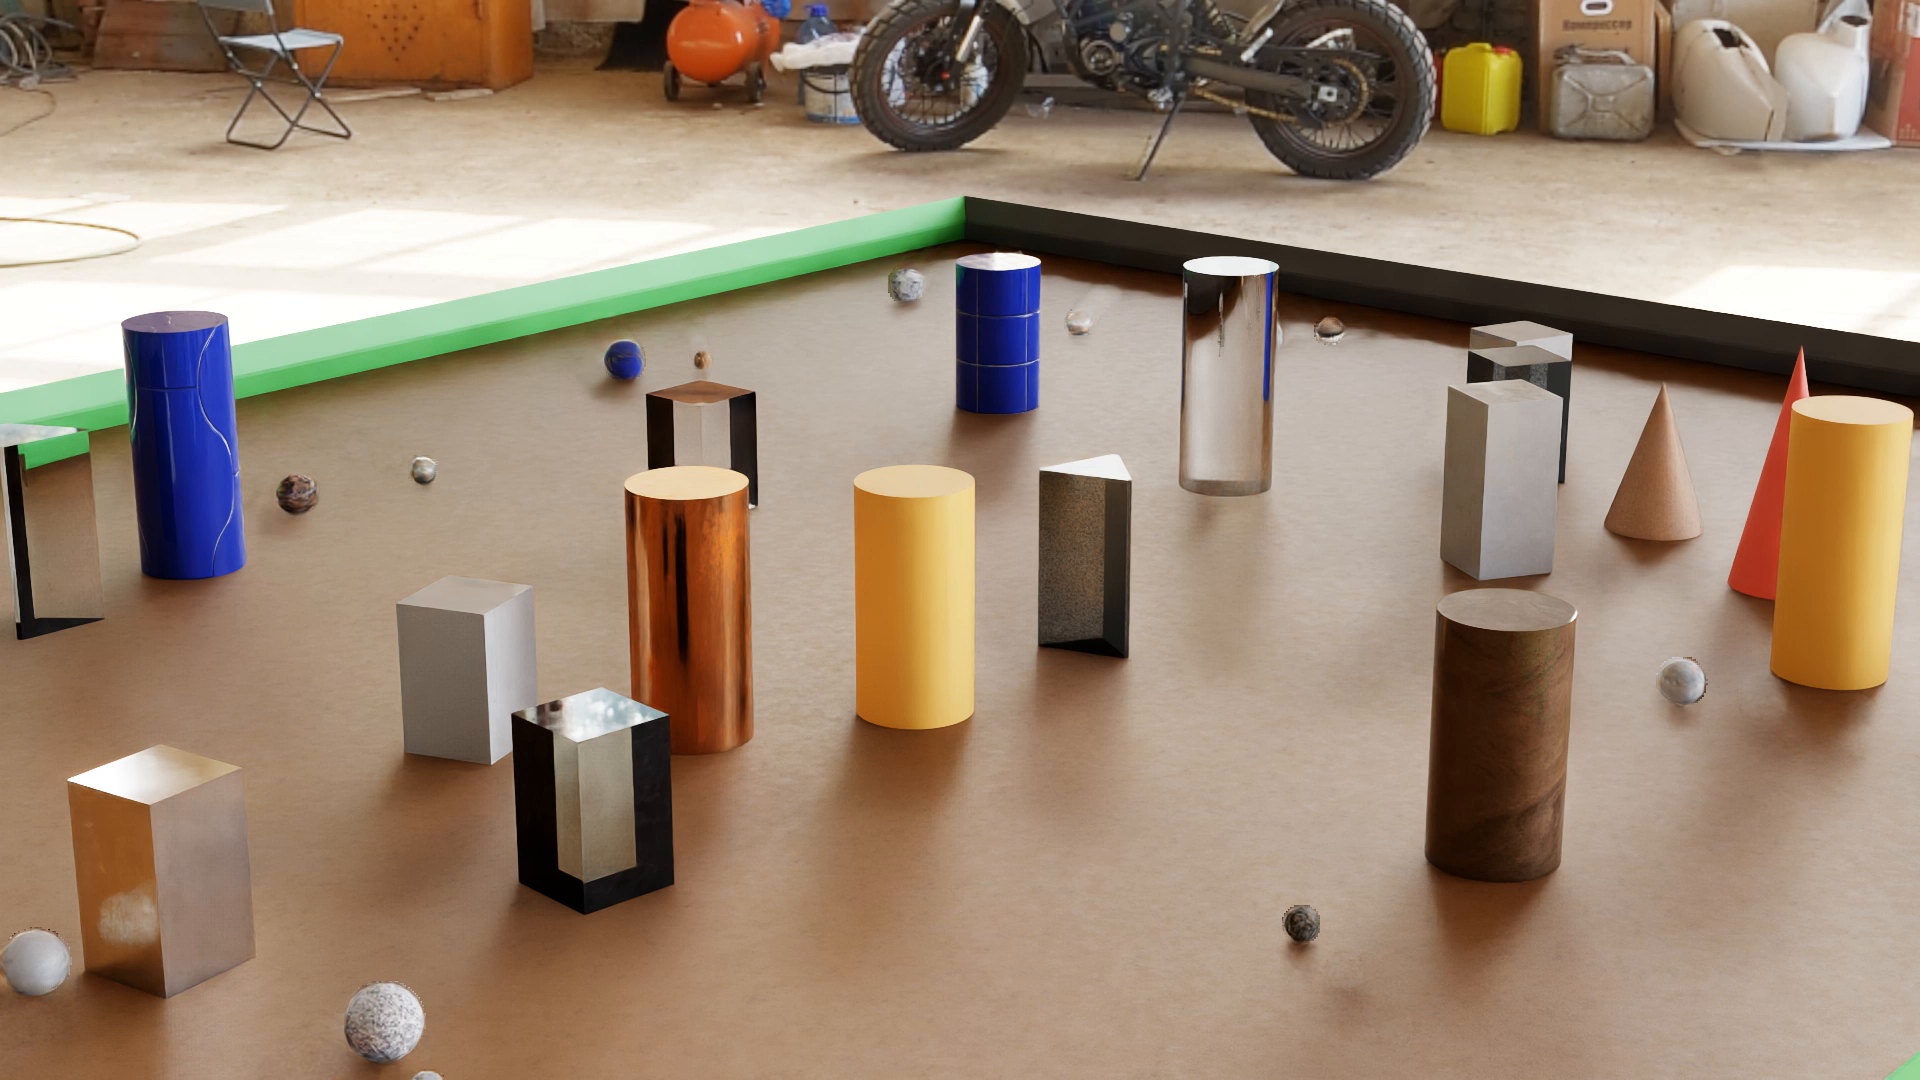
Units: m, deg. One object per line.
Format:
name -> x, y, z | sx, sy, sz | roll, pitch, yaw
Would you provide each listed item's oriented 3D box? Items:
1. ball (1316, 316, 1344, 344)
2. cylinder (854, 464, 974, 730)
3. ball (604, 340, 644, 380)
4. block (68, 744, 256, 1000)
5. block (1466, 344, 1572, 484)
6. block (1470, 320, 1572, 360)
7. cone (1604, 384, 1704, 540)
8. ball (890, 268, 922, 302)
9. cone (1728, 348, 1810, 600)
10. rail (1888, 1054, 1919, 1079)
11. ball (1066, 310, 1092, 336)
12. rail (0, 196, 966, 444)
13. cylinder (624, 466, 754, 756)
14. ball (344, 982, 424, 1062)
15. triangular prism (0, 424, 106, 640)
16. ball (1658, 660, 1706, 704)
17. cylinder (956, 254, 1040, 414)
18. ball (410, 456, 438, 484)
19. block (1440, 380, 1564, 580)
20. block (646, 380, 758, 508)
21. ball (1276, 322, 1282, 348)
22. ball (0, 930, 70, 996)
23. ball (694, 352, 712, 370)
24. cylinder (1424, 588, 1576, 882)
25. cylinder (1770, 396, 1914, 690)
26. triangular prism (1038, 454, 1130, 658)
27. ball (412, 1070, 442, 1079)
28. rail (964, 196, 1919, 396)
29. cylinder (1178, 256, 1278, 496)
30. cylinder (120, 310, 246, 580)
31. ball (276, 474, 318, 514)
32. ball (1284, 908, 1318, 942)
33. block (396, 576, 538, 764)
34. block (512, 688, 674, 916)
ball -> 0.879, -0.497, 6.957 | 0.066, 0.066, 0.066 | 0, 17, 0
cylinder -> -0.070, 0.086, 4.510 | 0.184, 0.368, 0.184 | 0, 17, 0
ball -> -0.758, -0.408, 6.623 | 0.090, 0.090, 0.090 | 0, 17, 0
block -> -0.989, 0.409, 3.638 | 0.147, 0.255, 0.147 | 11, 20, 32
block -> 1.103, -0.245, 5.814 | 0.147, 0.247, 0.147 | -6, 18, -19
block -> 1.161, -0.322, 6.096 | 0.147, 0.231, 0.147 | -9, 19, -28
cone -> 1.305, -0.160, 5.475 | 0.184, 0.281, 0.184 | 0, 17, 0
ball -> -0.136, -0.645, 7.415 | 0.084, 0.084, 0.084 | 0, 17, 0
cone -> 1.448, -0.128, 5.105 | 0.184, 0.434, 0.184 | 0, 17, 0
rail -> 1.572, 0.425, 3.815 | 0.045, 0.120, 4.886 | 14, 22, 39
ball -> 0.286, -0.521, 7.046 | 0.060, 0.060, 0.060 | 0, 17, 0
rail -> -1.572, -0.366, 6.428 | 0.045, 0.120, 4.886 | 14, 22, 39
cylinder -> -0.405, 0.105, 4.400 | 0.184, 0.397, 0.184 | 0, 17, 0
ball -> -0.671, 0.562, 3.414 | 0.092, 0.092, 0.092 | 0, 17, 0
triangular prism -> -1.560, -0.023, 4.932 | 0.138, 0.332, 0.160 | 16, 23, 42
ball -> 1.126, 0.222, 4.575 | 0.071, 0.071, 0.071 | 0, 17, 0
cylinder -> 0.082, -0.448, 6.364 | 0.184, 0.317, 0.184 | 0, 17, 0
ball -> -1.059, -0.137, 5.788 | 0.054, 0.054, 0.054 | 0, 17, 0
block -> 0.965, -0.109, 5.236 | 0.147, 0.321, 0.147 | -6, 18, -18
block -> -0.492, -0.171, 5.605 | 0.147, 0.227, 0.147 | 14, 22, 38
ball -> 0.715, -0.478, 6.868 | 0.081, 0.081, 0.081 | 0, 17, 0
ball -> -1.130, 0.517, 3.584 | 0.080, 0.080, 0.080 | 0, 17, 0
ball -> -0.590, -0.411, 6.717 | 0.042, 0.042, 0.042 | 0, 17, 0
cylinder -> 0.727, 0.262, 3.954 | 0.184, 0.354, 0.184 | 0, 17, 0
cylinder -> 1.402, 0.003, 4.671 | 0.184, 0.434, 0.184 | 0, 17, 0
triangular prism -> 0.229, 0.021, 4.840 | 0.160, 0.302, 0.138 | 8, 18, 24
ball -> -0.601, 0.621, 3.305 | 0.043, 0.043, 0.043 | 0, 17, 0
rail -> 1.586, -0.499, 6.870 | 4.212, 0.120, 0.045 | 14, 22, 39
cylinder -> 0.524, -0.320, 5.732 | 0.184, 0.438, 0.184 | 0, 17, 0
cylinder -> -1.380, -0.170, 5.218 | 0.184, 0.449, 0.184 | 0, 17, 0
ball -> -1.262, -0.087, 5.585 | 0.077, 0.077, 0.077 | 0, 17, 0
ball -> 0.435, 0.490, 3.737 | 0.043, 0.043, 0.043 | 0, 17, 0
block -> -0.735, 0.193, 4.389 | 0.147, 0.234, 0.147 | 6, 18, 20
block -> -0.485, 0.343, 3.881 | 0.147, 0.240, 0.147 | -15, 23, -41
